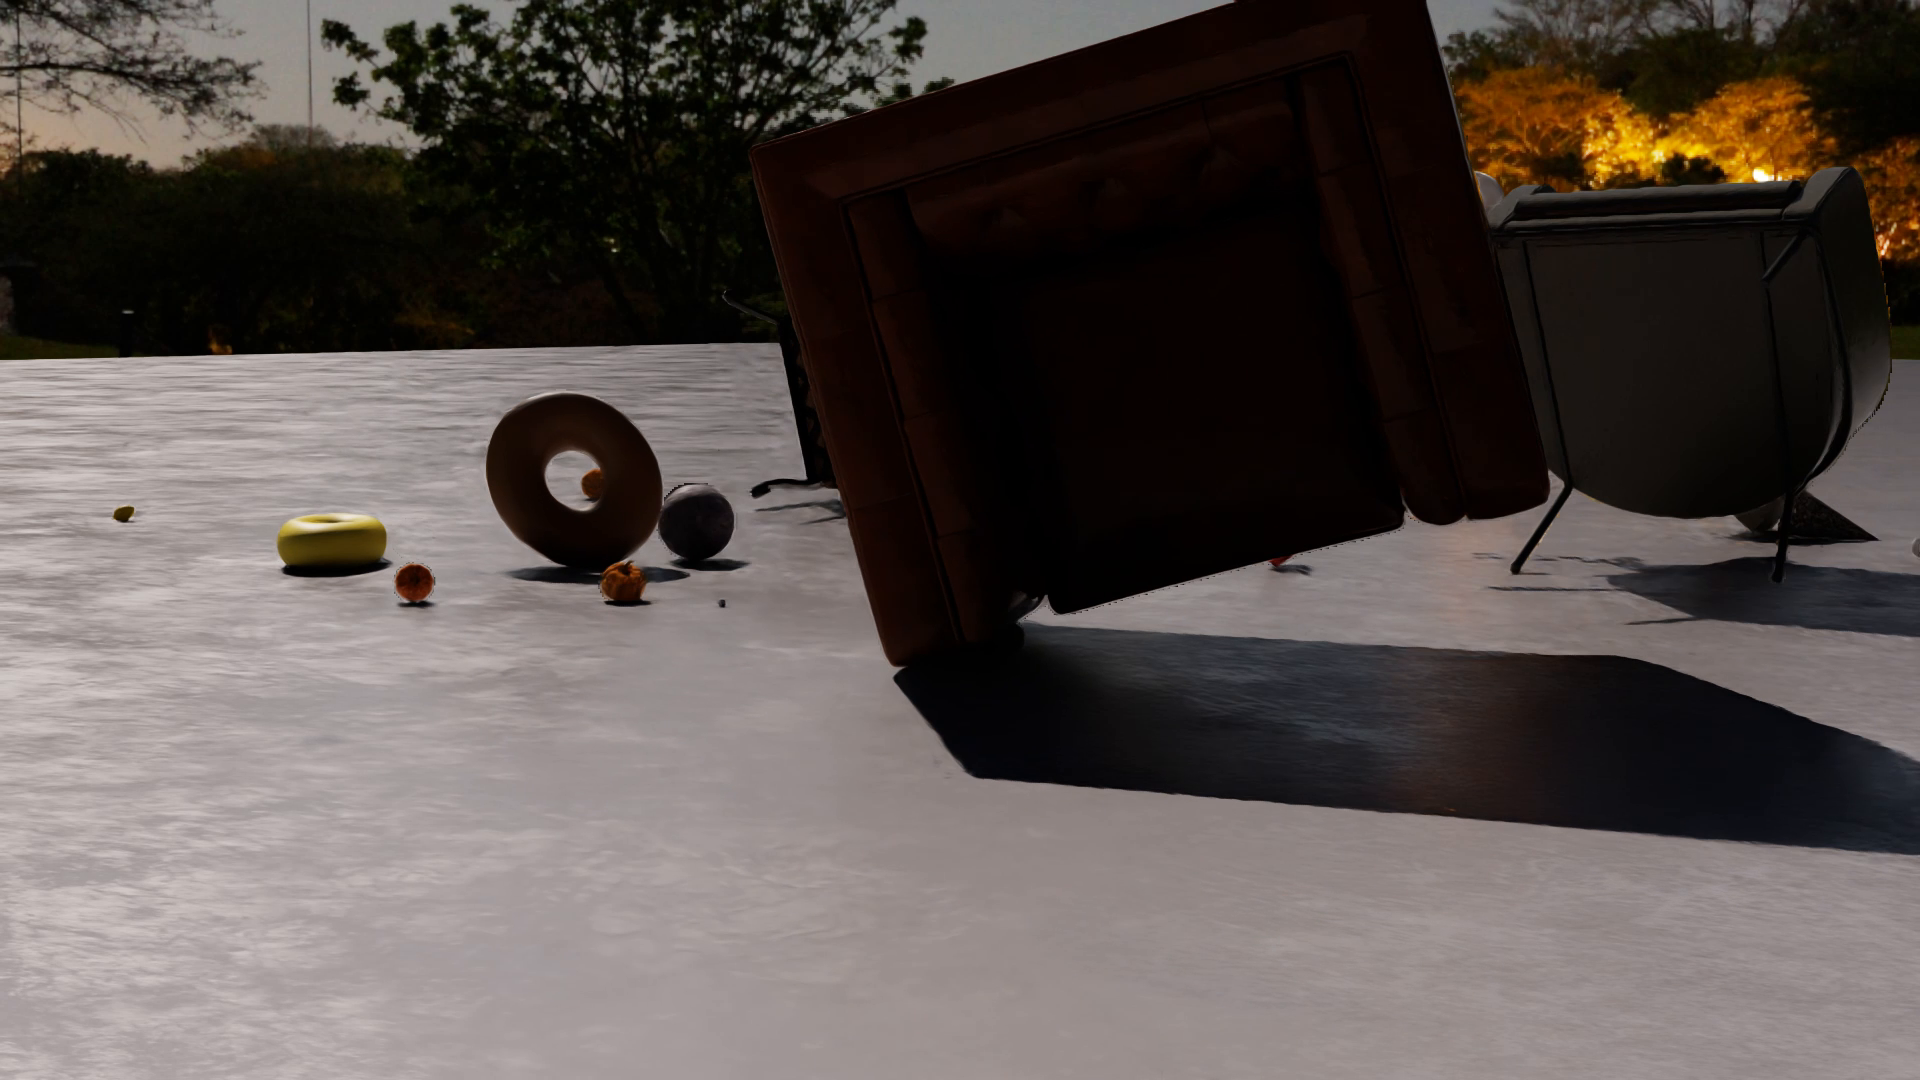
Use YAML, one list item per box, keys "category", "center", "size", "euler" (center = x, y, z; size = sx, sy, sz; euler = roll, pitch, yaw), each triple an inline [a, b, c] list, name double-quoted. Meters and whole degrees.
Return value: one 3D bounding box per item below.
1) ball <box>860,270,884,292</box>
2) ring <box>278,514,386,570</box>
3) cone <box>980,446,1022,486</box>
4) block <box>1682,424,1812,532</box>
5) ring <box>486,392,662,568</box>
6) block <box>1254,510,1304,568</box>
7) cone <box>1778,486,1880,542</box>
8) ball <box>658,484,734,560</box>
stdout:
- category: "ball"
  center: [-0.288, -0.850, 8.418]
  size: [0.073, 0.073, 0.073]
  euler: [0, 6, 0]
- category: "ring"
  center: [-1.438, 0.003, 5.881]
  size: [0.235, 0.105, 0.405]
  euler: [1, 5, -1]
- category: "cone"
  center: [0.155, -0.250, 8.021]
  size: [0.090, 0.143, 0.179]
  euler: [-35, 20, -37]
- category: "block"
  center: [2.025, -0.162, 6.605]
  size: [0.238, 0.159, 0.206]
  euler: [45, 22, 20]
- category: "ring"
  center: [-0.880, -0.138, 5.856]
  size: [0.373, 0.441, 0.105]
  euler: [-39, -8, -12]
- category: "block"
  center: [0.725, -0.003, 5.840]
  size: [0.078, 0.083, 0.099]
  euler: [-36, 5, 13]
- category: "cone"
  center: [2.192, -0.037, 6.431]
  size: [0.238, 0.128, 0.139]
  euler: [22, 44, 25]
- category: "ball"
  center: [-0.612, -0.041, 5.955]
  size: [0.176, 0.176, 0.176]
  euler: [0, 6, 0]
